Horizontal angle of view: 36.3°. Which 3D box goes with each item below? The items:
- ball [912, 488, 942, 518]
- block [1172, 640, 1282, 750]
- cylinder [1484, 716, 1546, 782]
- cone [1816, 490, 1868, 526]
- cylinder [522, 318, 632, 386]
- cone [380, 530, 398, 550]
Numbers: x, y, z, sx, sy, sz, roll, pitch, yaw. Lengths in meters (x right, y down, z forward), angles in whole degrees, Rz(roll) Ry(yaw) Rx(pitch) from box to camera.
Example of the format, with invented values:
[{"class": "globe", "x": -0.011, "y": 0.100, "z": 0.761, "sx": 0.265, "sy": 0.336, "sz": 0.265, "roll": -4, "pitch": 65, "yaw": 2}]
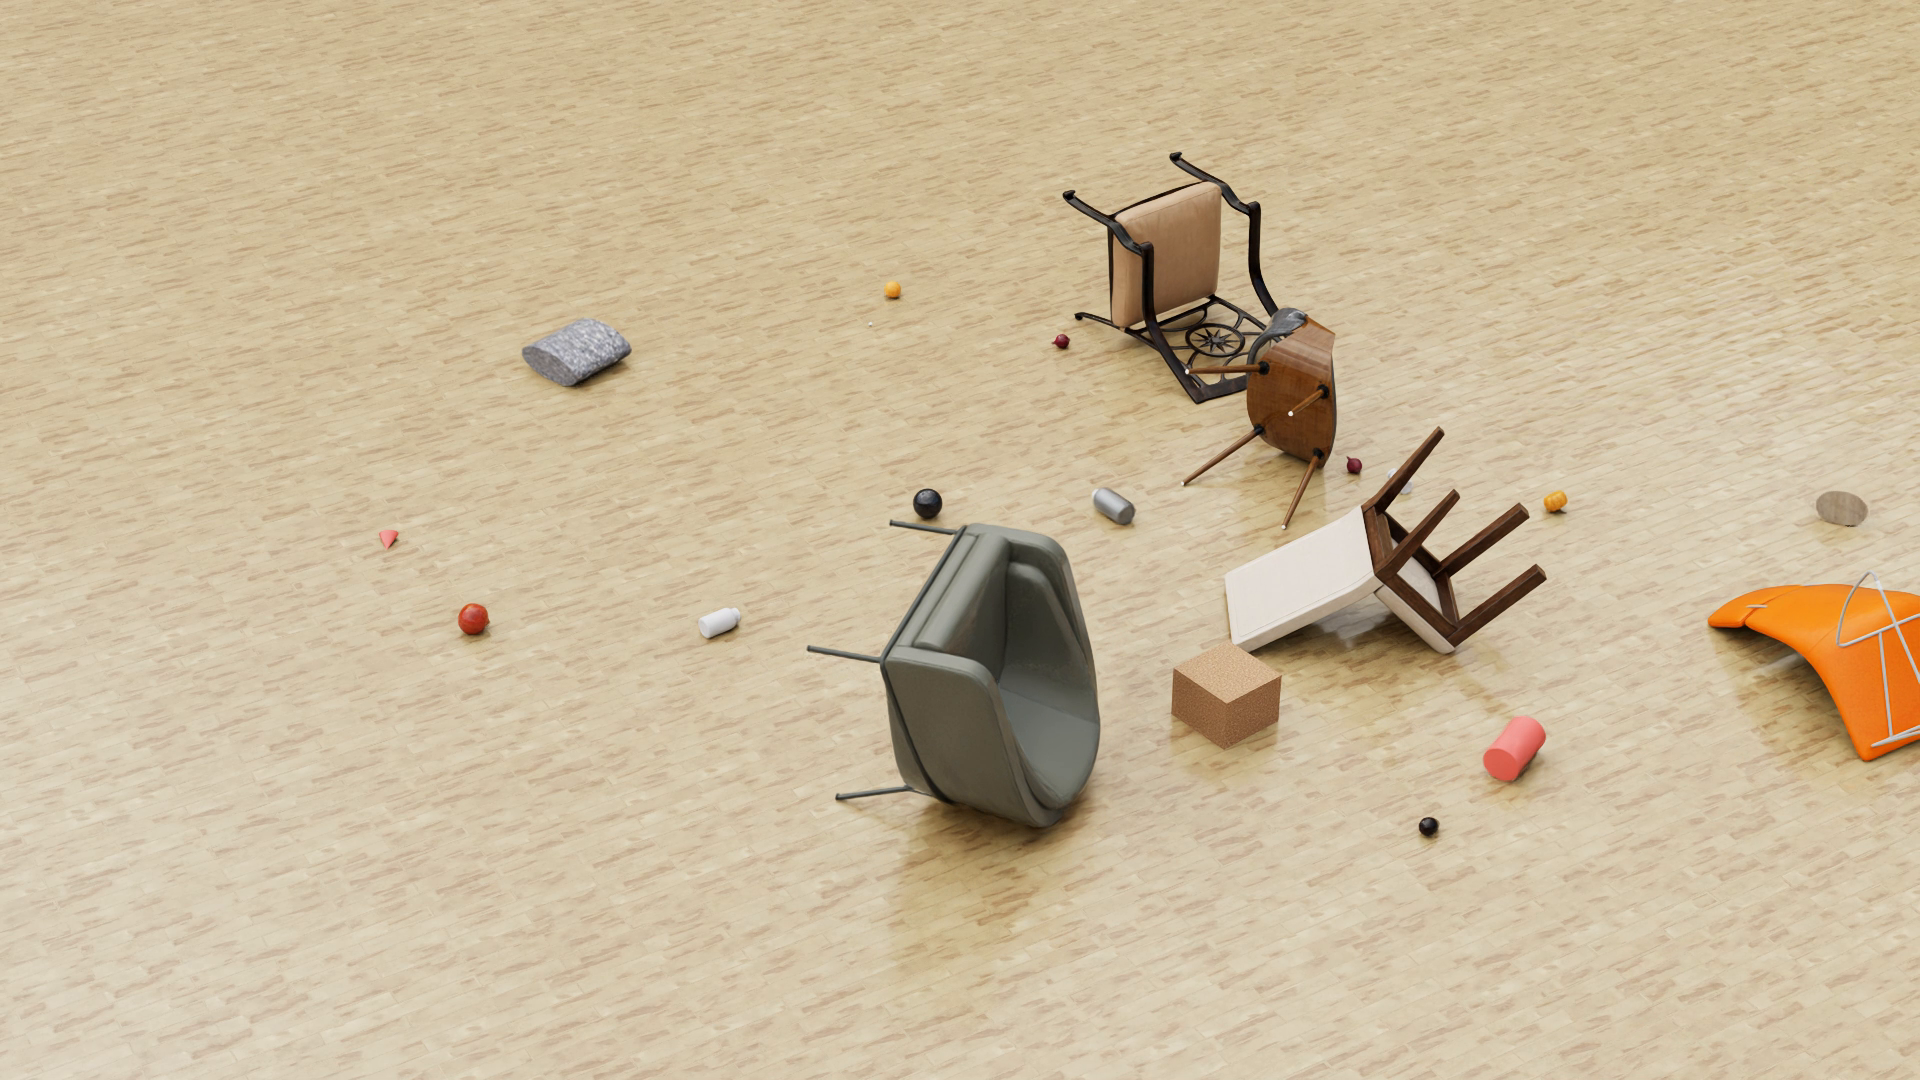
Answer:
[{"class": "ball", "x": -0.122, "y": -0.138, "z": 11.050, "sx": 0.115, "sy": 0.115, "sz": 0.115, "roll": 0, "pitch": 33, "yaw": 0}, {"class": "block", "x": 0.905, "y": 0.526, "z": 9.970, "sx": 0.255, "sy": 0.194, "sz": 0.262, "roll": -24, "pitch": 40, "yaw": -32}, {"class": "cylinder", "x": 1.850, "y": 0.695, "z": 9.778, "sx": 0.127, "sy": 0.123, "sz": 0.216, "roll": 35, "pitch": 44, "yaw": 15}, {"class": "cone", "x": 3.345, "y": -0.140, "z": 11.101, "sx": 0.192, "sy": 0.130, "sz": 0.191, "roll": 14, "pitch": 17, "yaw": 18}, {"class": "cylinder", "x": -1.569, "y": -0.773, "z": 11.997, "sx": 0.319, "sy": 0.133, "sz": 0.314, "roll": 26, "pitch": 42, "yaw": 31}, {"class": "cone", "x": -2.130, "y": 0.008, "z": 10.912, "sx": 0.075, "sy": 0.047, "sz": 0.081, "roll": -4, "pitch": 50, "yaw": 3}]
